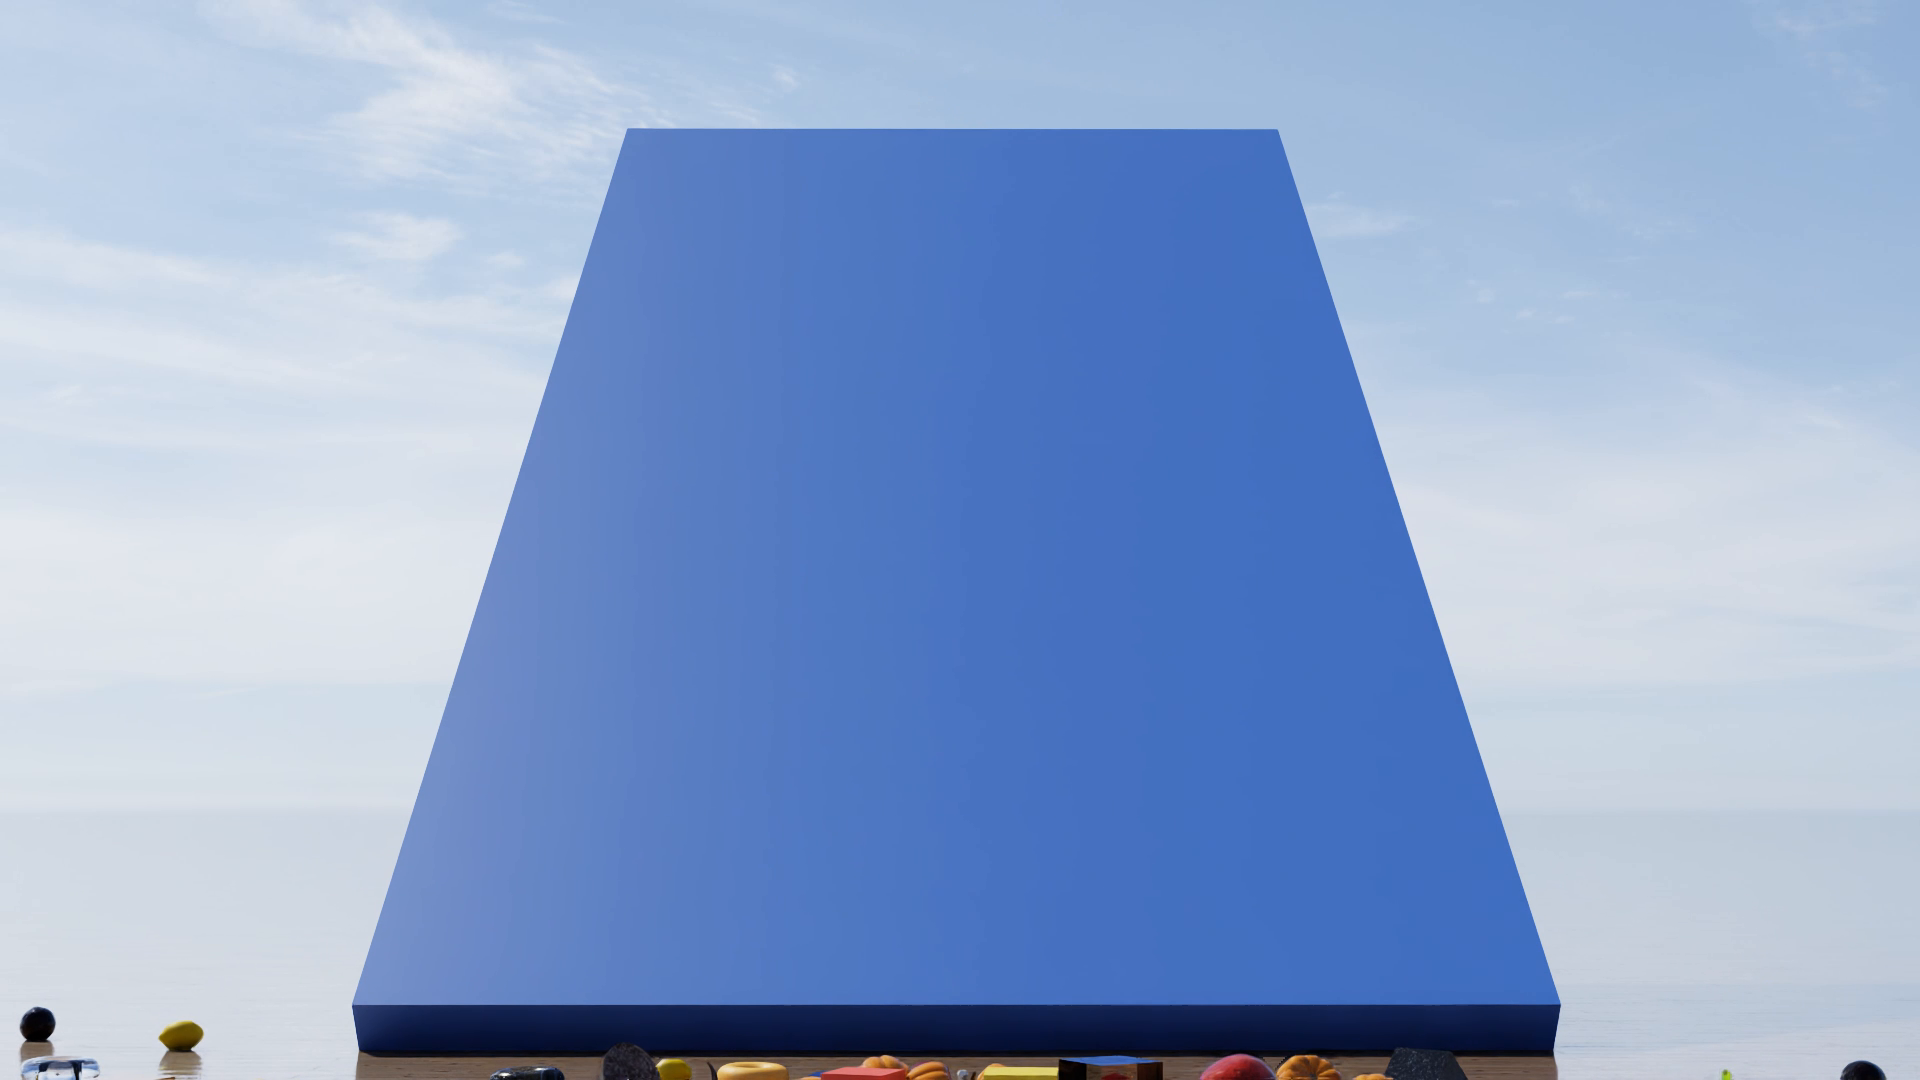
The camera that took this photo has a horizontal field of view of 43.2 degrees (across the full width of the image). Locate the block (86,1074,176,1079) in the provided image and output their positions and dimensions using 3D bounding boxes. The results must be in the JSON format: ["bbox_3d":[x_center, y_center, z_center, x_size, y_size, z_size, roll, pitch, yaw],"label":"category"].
[{"bbox_3d":[-0.998,0.684,2.896,0.080,0.080,0.080,-2,-7,20],"label":"block"}]

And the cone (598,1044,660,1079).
[{"bbox_3d":[-0.473,0.747,3.289,0.096,0.096,0.096,-37,-28,33],"label":"cone"}]

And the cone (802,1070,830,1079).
[{"bbox_3d":[-0.166,0.729,3.095,0.078,0.078,0.078,-3,-39,25],"label":"cone"}]

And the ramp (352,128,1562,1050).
[{"bbox_3d":[-0.014,-0.205,5.756,2.000,0.100,4.000,0,31,0],"label":"ramp"}]

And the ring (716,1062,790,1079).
[{"bbox_3d":[-0.298,0.774,3.490,0.105,0.035,0.105,1,-5,0],"label":"ring"}]

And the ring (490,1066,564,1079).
[{"bbox_3d":[-0.613,0.767,3.433,0.107,0.036,0.107,-1,-6,0],"label":"ring"}]

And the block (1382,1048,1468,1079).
[{"bbox_3d":[0.569,0.678,2.965,0.077,0.077,0.077,-6,-51,41],"label":"block"}]

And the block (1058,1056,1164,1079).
[{"bbox_3d":[0.186,0.688,2.988,0.092,0.092,0.092,4,-7,-31],"label":"block"}]

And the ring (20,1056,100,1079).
[{"bbox_3d":[-1.324,0.781,3.567,0.113,0.038,0.113,0,-8,0],"label":"ring"}]

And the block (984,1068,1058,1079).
[{"bbox_3d":[0.074,0.683,2.913,0.087,0.087,0.087,0,-6,4],"label":"block"}]

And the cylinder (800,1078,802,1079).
[{"bbox_3d":[-0.198,0.723,3.128,0.055,0.055,0.055,6,-9,-42],"label":"cylinder"}]

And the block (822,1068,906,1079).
[{"bbox_3d":[-0.119,0.694,2.981,0.080,0.080,0.080,-2,-7,19],"label":"block"}]
